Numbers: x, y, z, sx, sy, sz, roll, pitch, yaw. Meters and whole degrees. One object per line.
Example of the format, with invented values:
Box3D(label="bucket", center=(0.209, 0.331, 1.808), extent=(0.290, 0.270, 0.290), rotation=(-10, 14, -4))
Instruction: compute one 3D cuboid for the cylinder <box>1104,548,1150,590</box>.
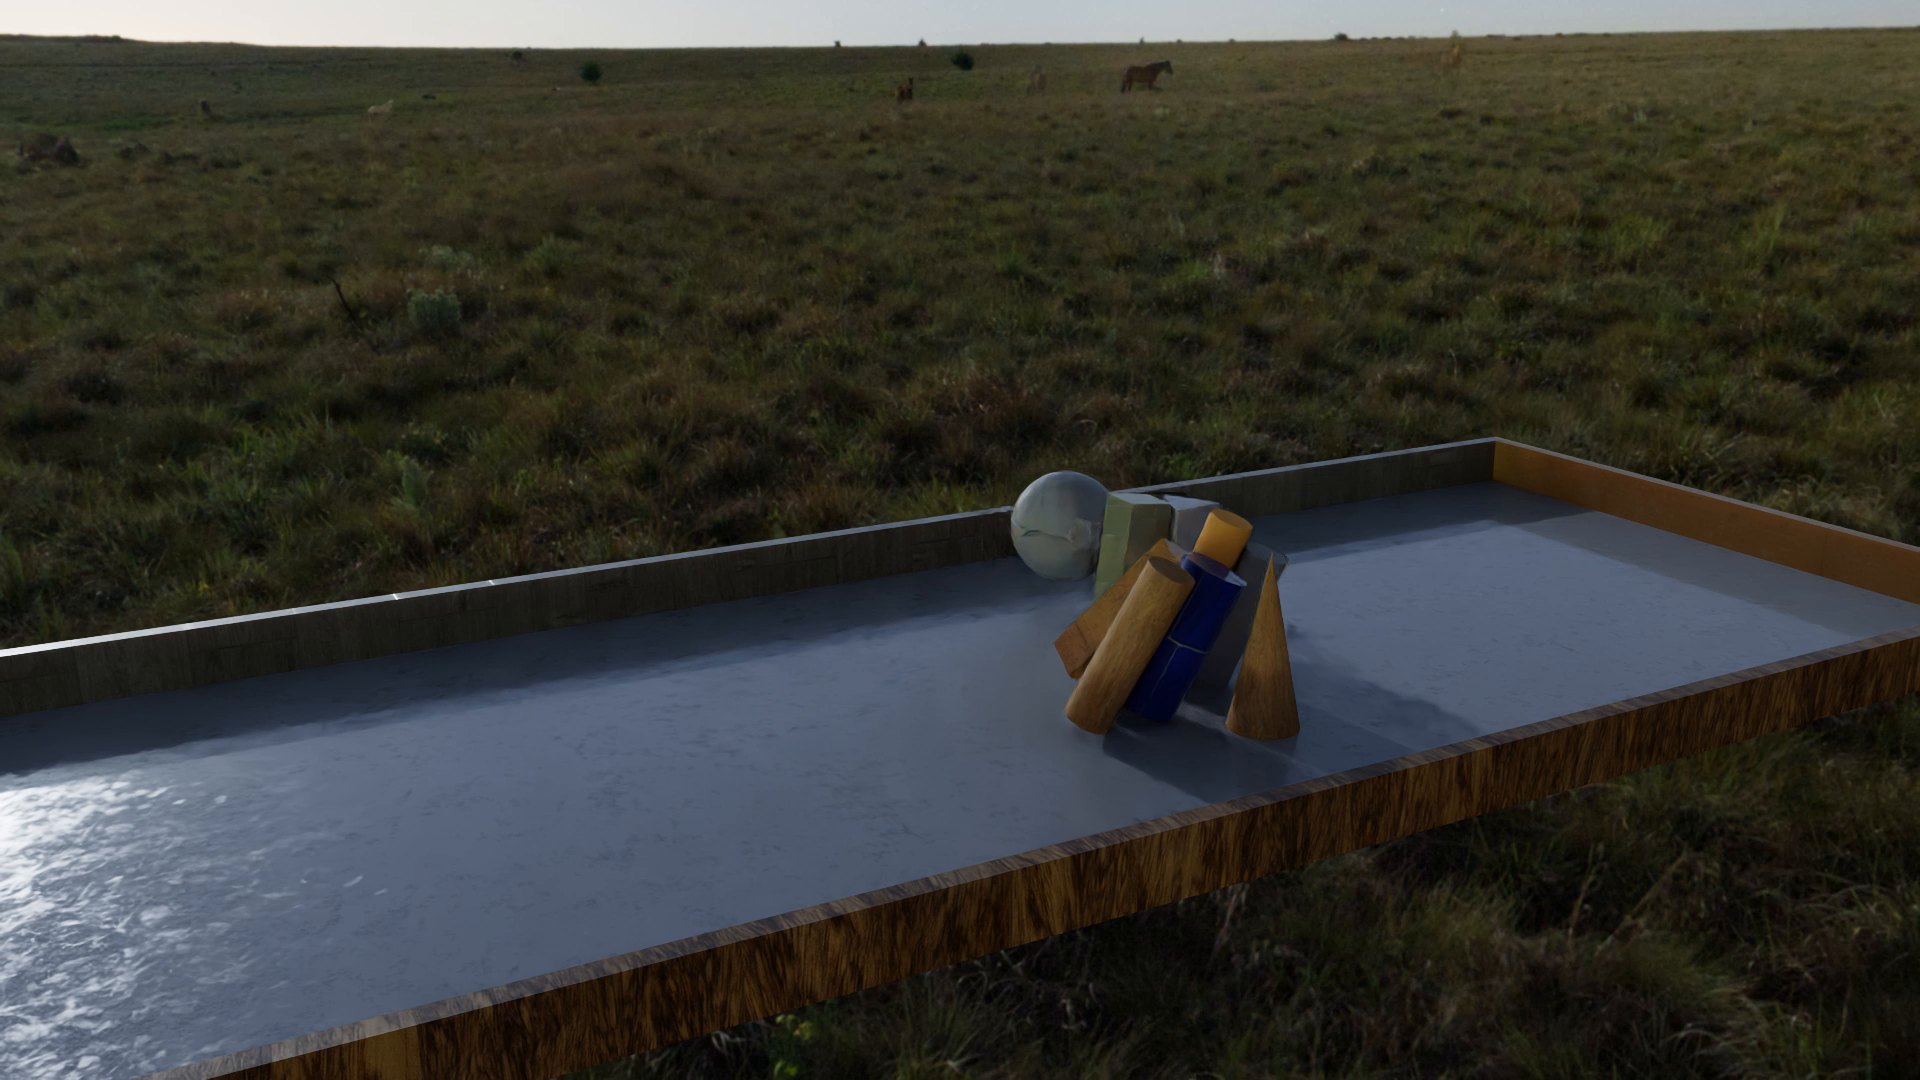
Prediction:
Box3D(label="cylinder", center=(0.577, 0.080, 4.773), extent=(0.318, 0.126, 0.126), rotation=(-17, 23, -34))

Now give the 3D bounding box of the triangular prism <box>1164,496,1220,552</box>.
Box3D(label="triangular prism", center=(0.579, 0.080, 4.395), extent=(0.152, 0.383, 0.131), rotation=(-10, 20, -33))

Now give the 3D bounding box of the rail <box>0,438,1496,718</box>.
Box3D(label="rail", center=(-3.305, 0.497, 3.399), extent=(12.000, 0.150, 0.050), rotation=(-9, 18, -27))

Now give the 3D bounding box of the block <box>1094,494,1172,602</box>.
Box3D(label="block", center=(0.449, 0.082, 4.359), extent=(0.122, 0.392, 0.122), rotation=(-1, 15, -28))

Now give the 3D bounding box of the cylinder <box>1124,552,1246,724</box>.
Box3D(label="cylinder", center=(0.510, 0.228, 3.855), extent=(0.159, 0.376, 0.159), rotation=(25, 15, -7))

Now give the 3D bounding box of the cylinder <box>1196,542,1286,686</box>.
Box3D(label="cylinder", center=(0.683, 0.186, 4.072), extent=(0.107, 0.352, 0.107), rotation=(19, 21, -8))

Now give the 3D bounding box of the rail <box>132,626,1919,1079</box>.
Box3D(label="rail", center=(-2.336, 1.006, 1.665), extent=(12.000, 0.150, 0.050), rotation=(-9, 18, -27))

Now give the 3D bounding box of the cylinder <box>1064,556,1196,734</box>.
Box3D(label="cylinder", center=(0.385, 0.243, 3.768), extent=(0.117, 0.421, 0.117), rotation=(24, 22, -10))

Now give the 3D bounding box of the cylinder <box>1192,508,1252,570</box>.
Box3D(label="cylinder", center=(0.585, 0.140, 4.084), extent=(0.111, 0.436, 0.111), rotation=(19, 19, -7))

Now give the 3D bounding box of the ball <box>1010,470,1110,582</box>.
Box3D(label="ball", center=(0.305, -0.041, 4.762), extent=(0.319, 0.319, 0.319), rotation=(0, 16, 0))

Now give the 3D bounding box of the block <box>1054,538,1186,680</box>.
Box3D(label="block", center=(0.418, 0.183, 4.021), extent=(0.118, 0.389, 0.118), rotation=(28, 26, -37))

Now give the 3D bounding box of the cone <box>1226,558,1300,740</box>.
Box3D(label="cone", center=(0.711, 0.232, 3.813), extent=(0.173, 0.424, 0.173), rotation=(0, 16, 0))

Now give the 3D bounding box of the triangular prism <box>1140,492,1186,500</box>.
Box3D(label="triangular prism", center=(0.584, 0.039, 4.598), extent=(0.145, 0.332, 0.126), rotation=(3, -4, 42))

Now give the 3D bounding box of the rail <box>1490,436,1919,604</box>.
Box3D(label="rail", center=(2.466, -0.048, 5.253), extent=(0.050, 0.150, 2.100), rotation=(-9, 18, -27))
